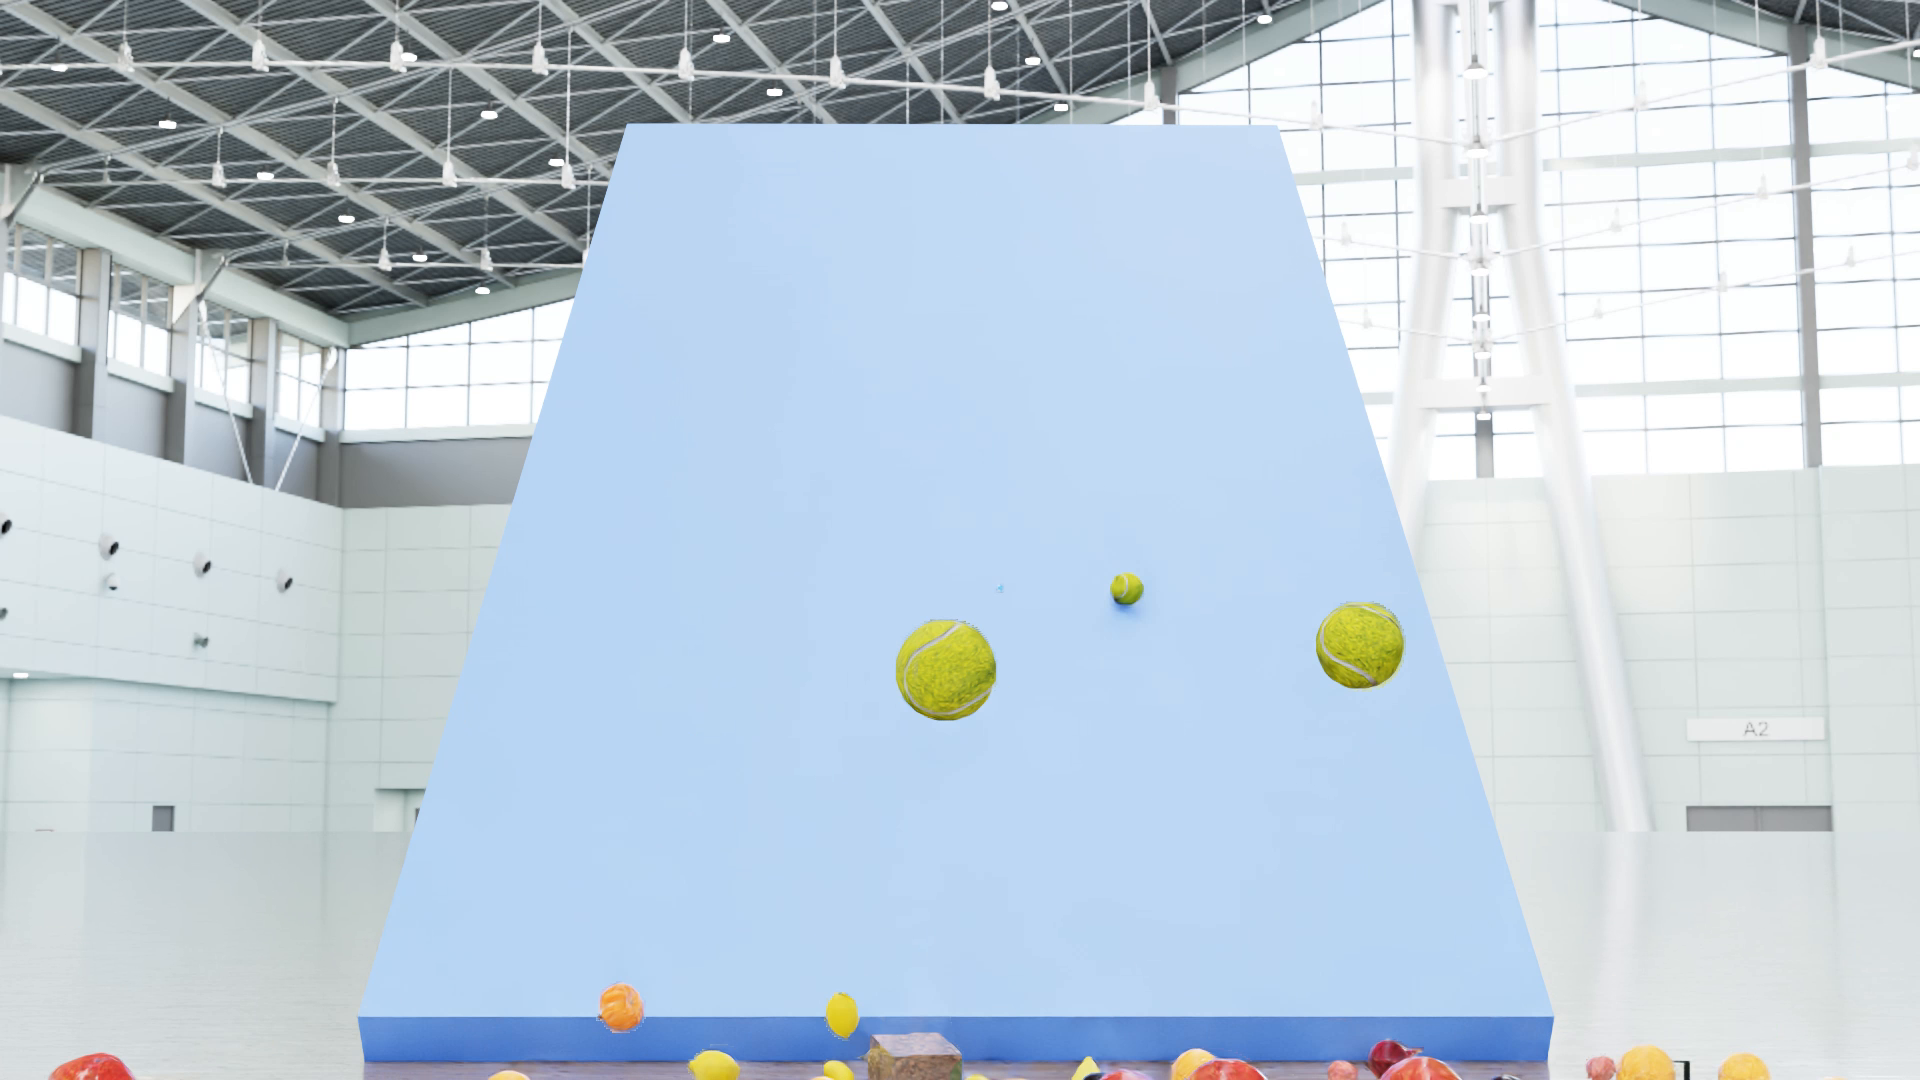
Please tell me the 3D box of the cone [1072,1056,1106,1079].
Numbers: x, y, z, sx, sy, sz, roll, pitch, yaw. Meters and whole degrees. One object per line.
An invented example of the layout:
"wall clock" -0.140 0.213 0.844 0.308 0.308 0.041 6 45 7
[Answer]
"cone" 0.200 0.784 3.439 0.080 0.080 0.080 26 2 19

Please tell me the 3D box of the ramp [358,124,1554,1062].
"ramp" -0.014 -0.198 5.801 2.000 0.100 4.000 0 31 0

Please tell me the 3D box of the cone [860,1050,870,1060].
"cone" -0.130 0.799 3.757 0.059 0.059 0.059 14 0 24

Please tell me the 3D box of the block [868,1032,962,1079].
"block" -0.062 0.723 3.259 0.098 0.098 0.098 3 5 -21

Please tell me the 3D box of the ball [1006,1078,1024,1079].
"ball" 0.068 0.701 2.964 0.090 0.090 0.090 0 -7 0

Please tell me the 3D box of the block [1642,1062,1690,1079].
"block" 1.004 0.768 3.455 0.053 0.053 0.053 -1 -13 1

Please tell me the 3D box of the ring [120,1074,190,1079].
"ring" -1.151 0.785 3.462 0.122 0.041 0.122 -1 -7 0
